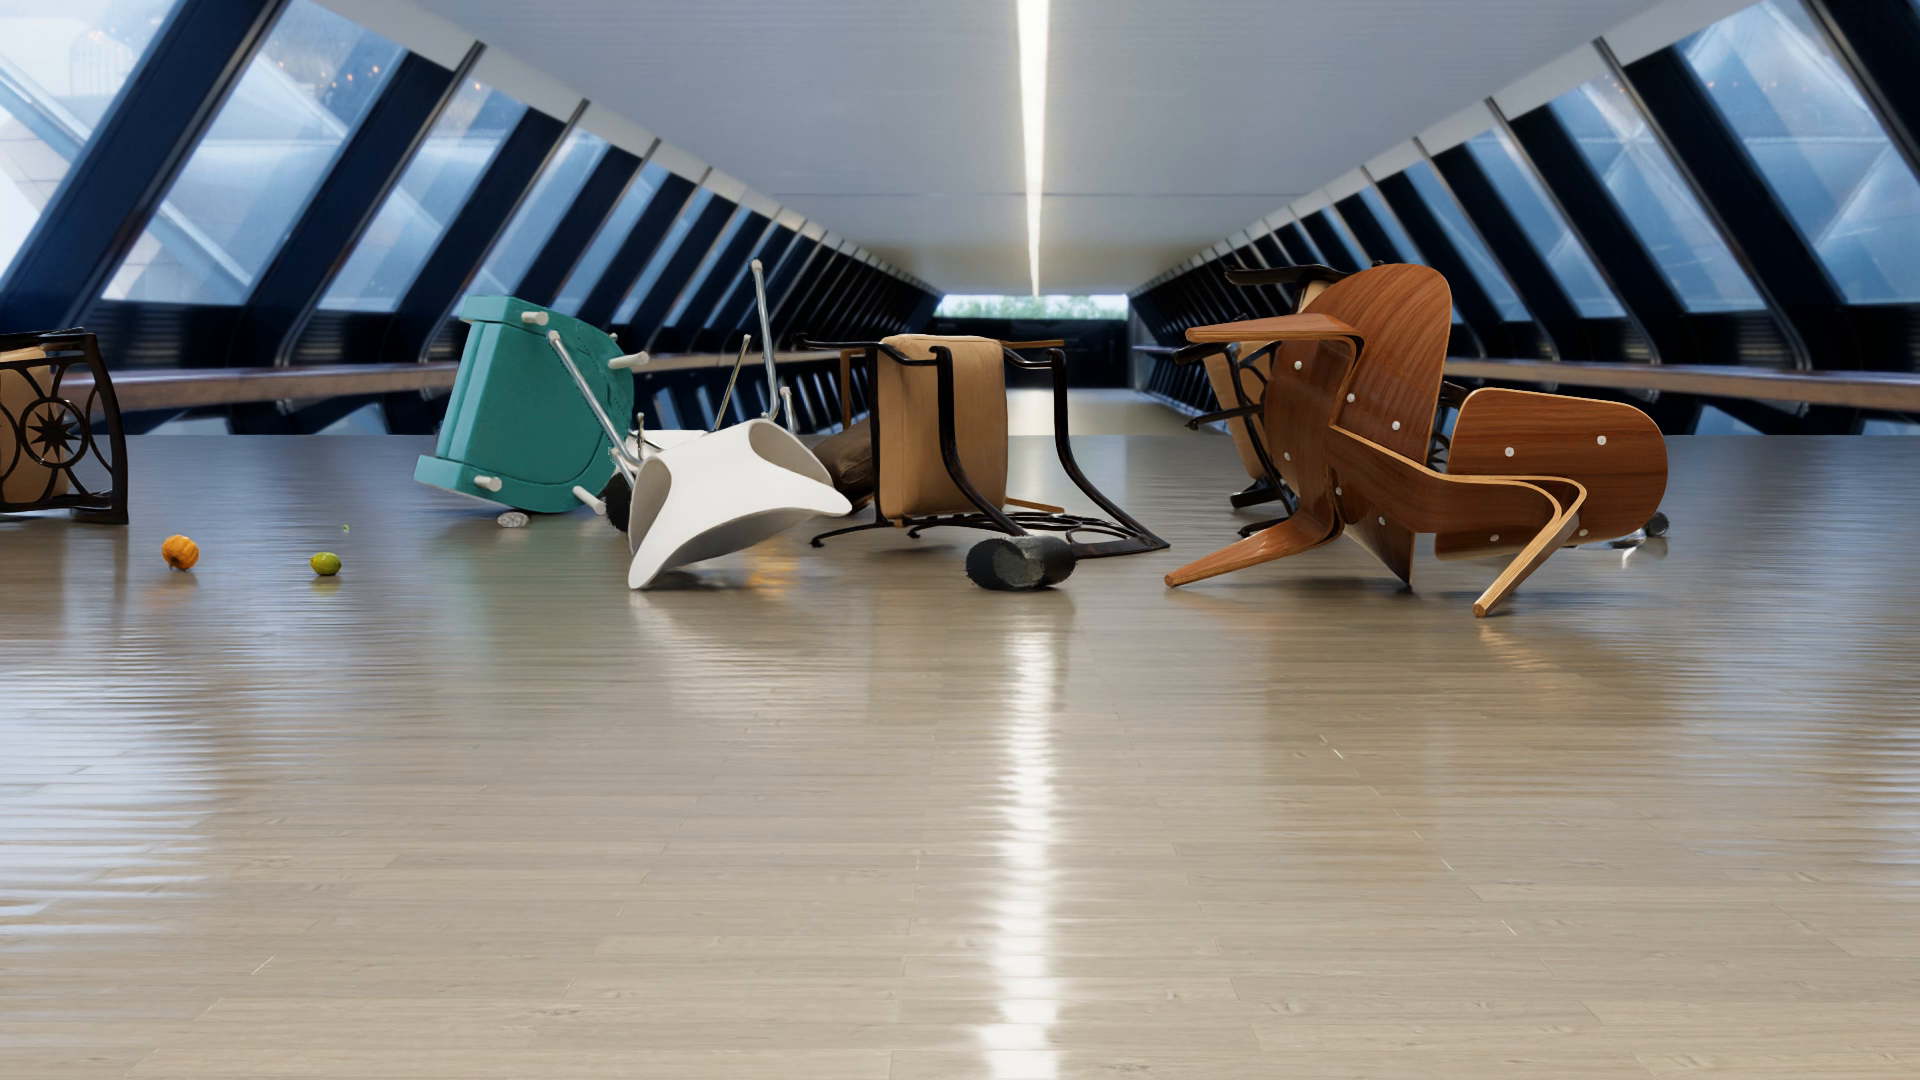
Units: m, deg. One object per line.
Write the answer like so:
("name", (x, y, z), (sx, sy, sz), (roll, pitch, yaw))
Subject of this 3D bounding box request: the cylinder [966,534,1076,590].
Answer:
("cylinder", (0.136, 0.051, 4.959), (0.184, 0.116, 0.166), (-1, 2, 43))

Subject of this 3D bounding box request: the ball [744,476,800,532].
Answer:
("ball", (-0.588, -0.113, 6.891), (0.178, 0.178, 0.178), (0, 4, 0))

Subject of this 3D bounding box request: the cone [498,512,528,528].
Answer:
("cone", (-1.461, -0.056, 7.177), (0.100, 0.052, 0.085), (-1, -13, -15))

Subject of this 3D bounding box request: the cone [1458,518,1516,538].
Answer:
("cone", (1.605, -0.024, 6.692), (0.173, 0.060, 0.075), (-1, -18, 15))

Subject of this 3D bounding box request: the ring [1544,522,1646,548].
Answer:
("ring", (1.814, -0.013, 6.284), (0.282, 0.064, 0.308), (1, 5, 20))

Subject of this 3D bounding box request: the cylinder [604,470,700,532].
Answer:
("cylinder", (-0.974, -0.125, 6.971), (0.201, 0.192, 0.223), (-3, 1, 40))

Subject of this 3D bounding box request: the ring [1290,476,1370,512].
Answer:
("ring", (1.380, -0.171, 8.196), (0.226, 0.117, 0.388), (-4, 6, -29))
